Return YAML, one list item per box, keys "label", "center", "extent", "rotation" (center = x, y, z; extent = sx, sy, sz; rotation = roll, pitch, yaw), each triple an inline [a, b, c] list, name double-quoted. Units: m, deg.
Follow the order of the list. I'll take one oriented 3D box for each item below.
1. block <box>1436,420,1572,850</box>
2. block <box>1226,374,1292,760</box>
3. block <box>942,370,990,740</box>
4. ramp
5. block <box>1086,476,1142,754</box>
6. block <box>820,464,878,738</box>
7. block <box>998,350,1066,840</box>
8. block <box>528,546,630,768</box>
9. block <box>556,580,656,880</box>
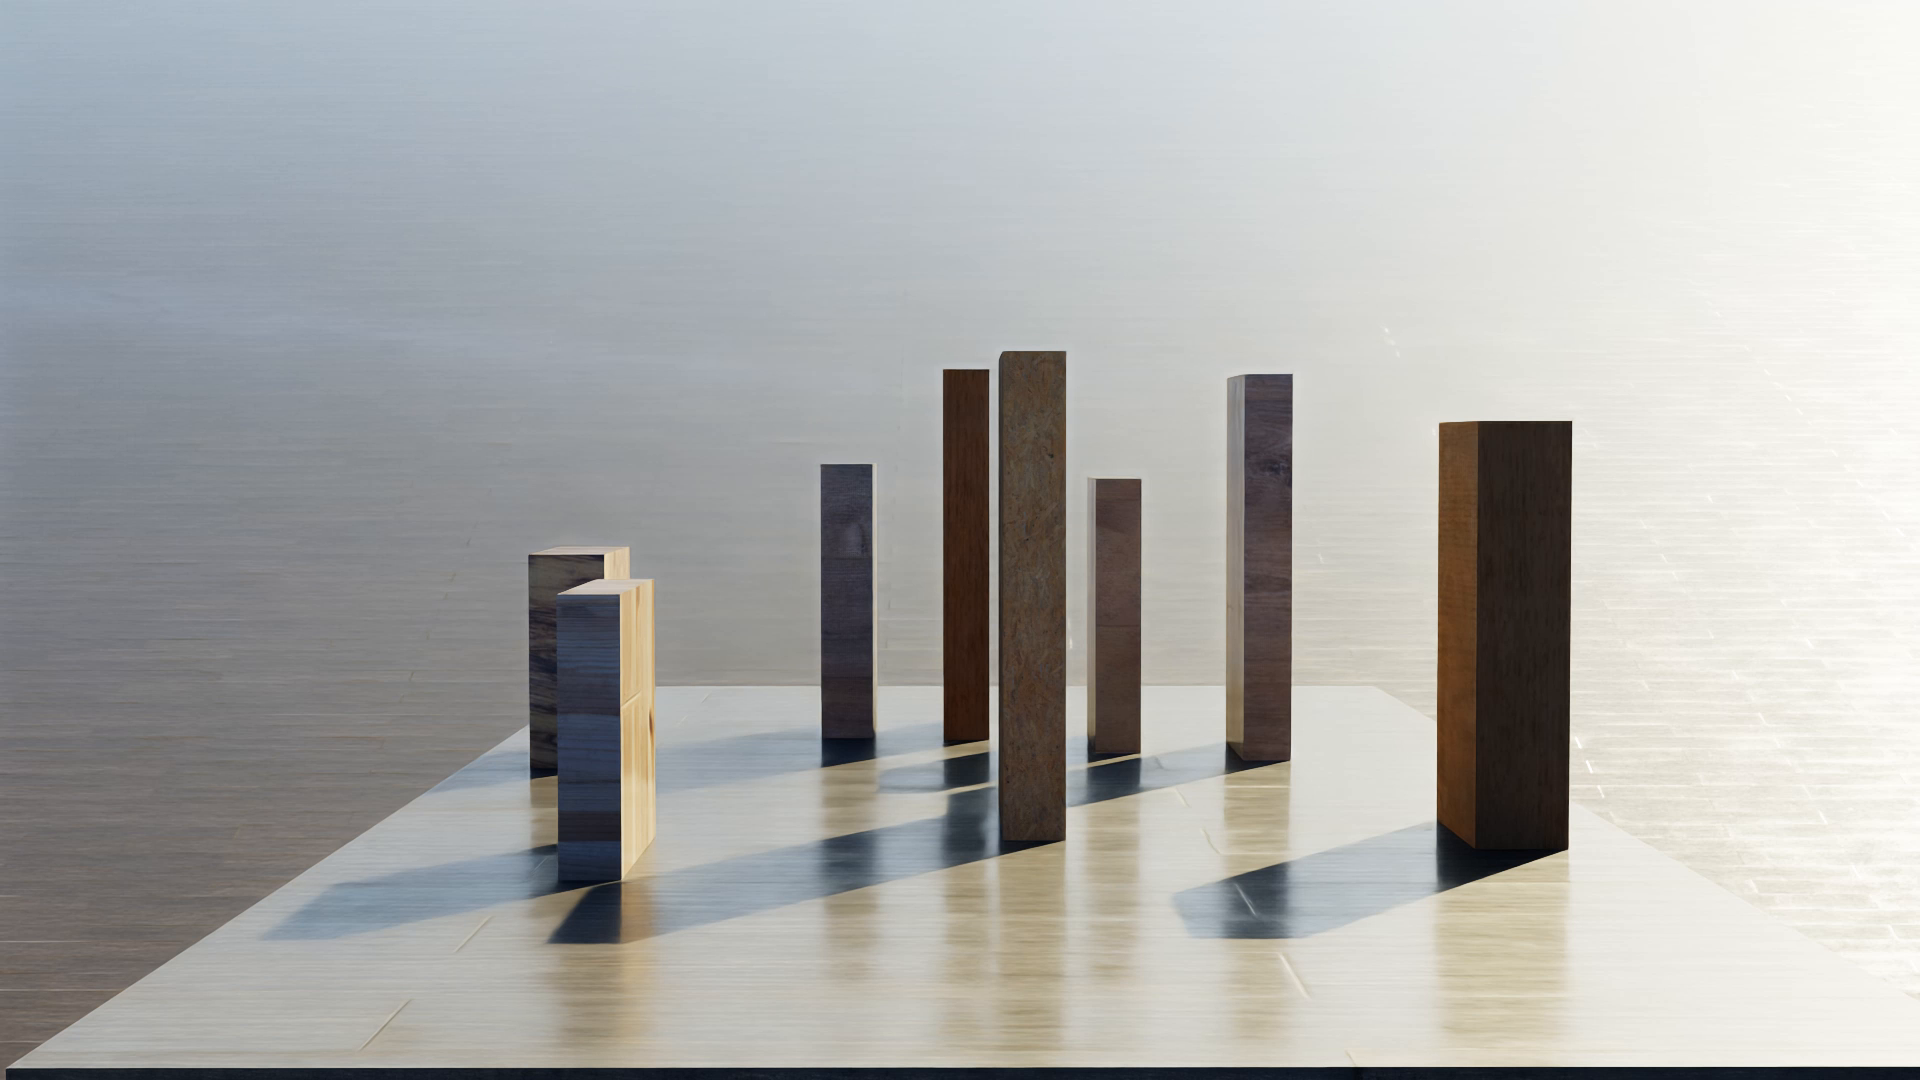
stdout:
- label: "block"
  center: [0.852, 0.139, 4.054]
  extent: [0.142, 0.649, 0.316]
  rotation: [0, 2, 0]
- label: "block"
  center: [0.597, 0.048, 5.156]
  extent: [0.093, 0.750, 0.332]
  rotation: [0, 2, 0]
- label: "block"
  center: [0.013, 0.024, 5.526]
  extent: [0.096, 0.770, 0.367]
  rotation: [0, 2, 0]
- label: "ramp"
  center: [0.055, 0.496, 4.544]
  extent: [2.000, 0.100, 4.000]
  rotation: [0, 2, 0]
- label: "block"
  center: [0.314, 0.145, 5.278]
  extent: [0.091, 0.546, 0.327]
  rotation: [0, 2, 0]
- label: "block"
  center: [-0.236, 0.123, 5.516]
  extent: [0.108, 0.573, 0.282]
  rotation: [0, 2, 0]
- label: "block"
  center: [0.115, 0.080, 4.187]
  extent: [0.098, 0.758, 0.406]
  rotation: [0, 2, 0]
- label: "block"
  center: [-0.746, 0.223, 5.072]
  extent: [0.144, 0.406, 0.373]
  rotation: [0, 2, 0]
- label: "block"
  center: [-0.523, 0.271, 3.834]
  extent: [0.089, 0.404, 0.409]
  rotation: [0, 2, 0]
